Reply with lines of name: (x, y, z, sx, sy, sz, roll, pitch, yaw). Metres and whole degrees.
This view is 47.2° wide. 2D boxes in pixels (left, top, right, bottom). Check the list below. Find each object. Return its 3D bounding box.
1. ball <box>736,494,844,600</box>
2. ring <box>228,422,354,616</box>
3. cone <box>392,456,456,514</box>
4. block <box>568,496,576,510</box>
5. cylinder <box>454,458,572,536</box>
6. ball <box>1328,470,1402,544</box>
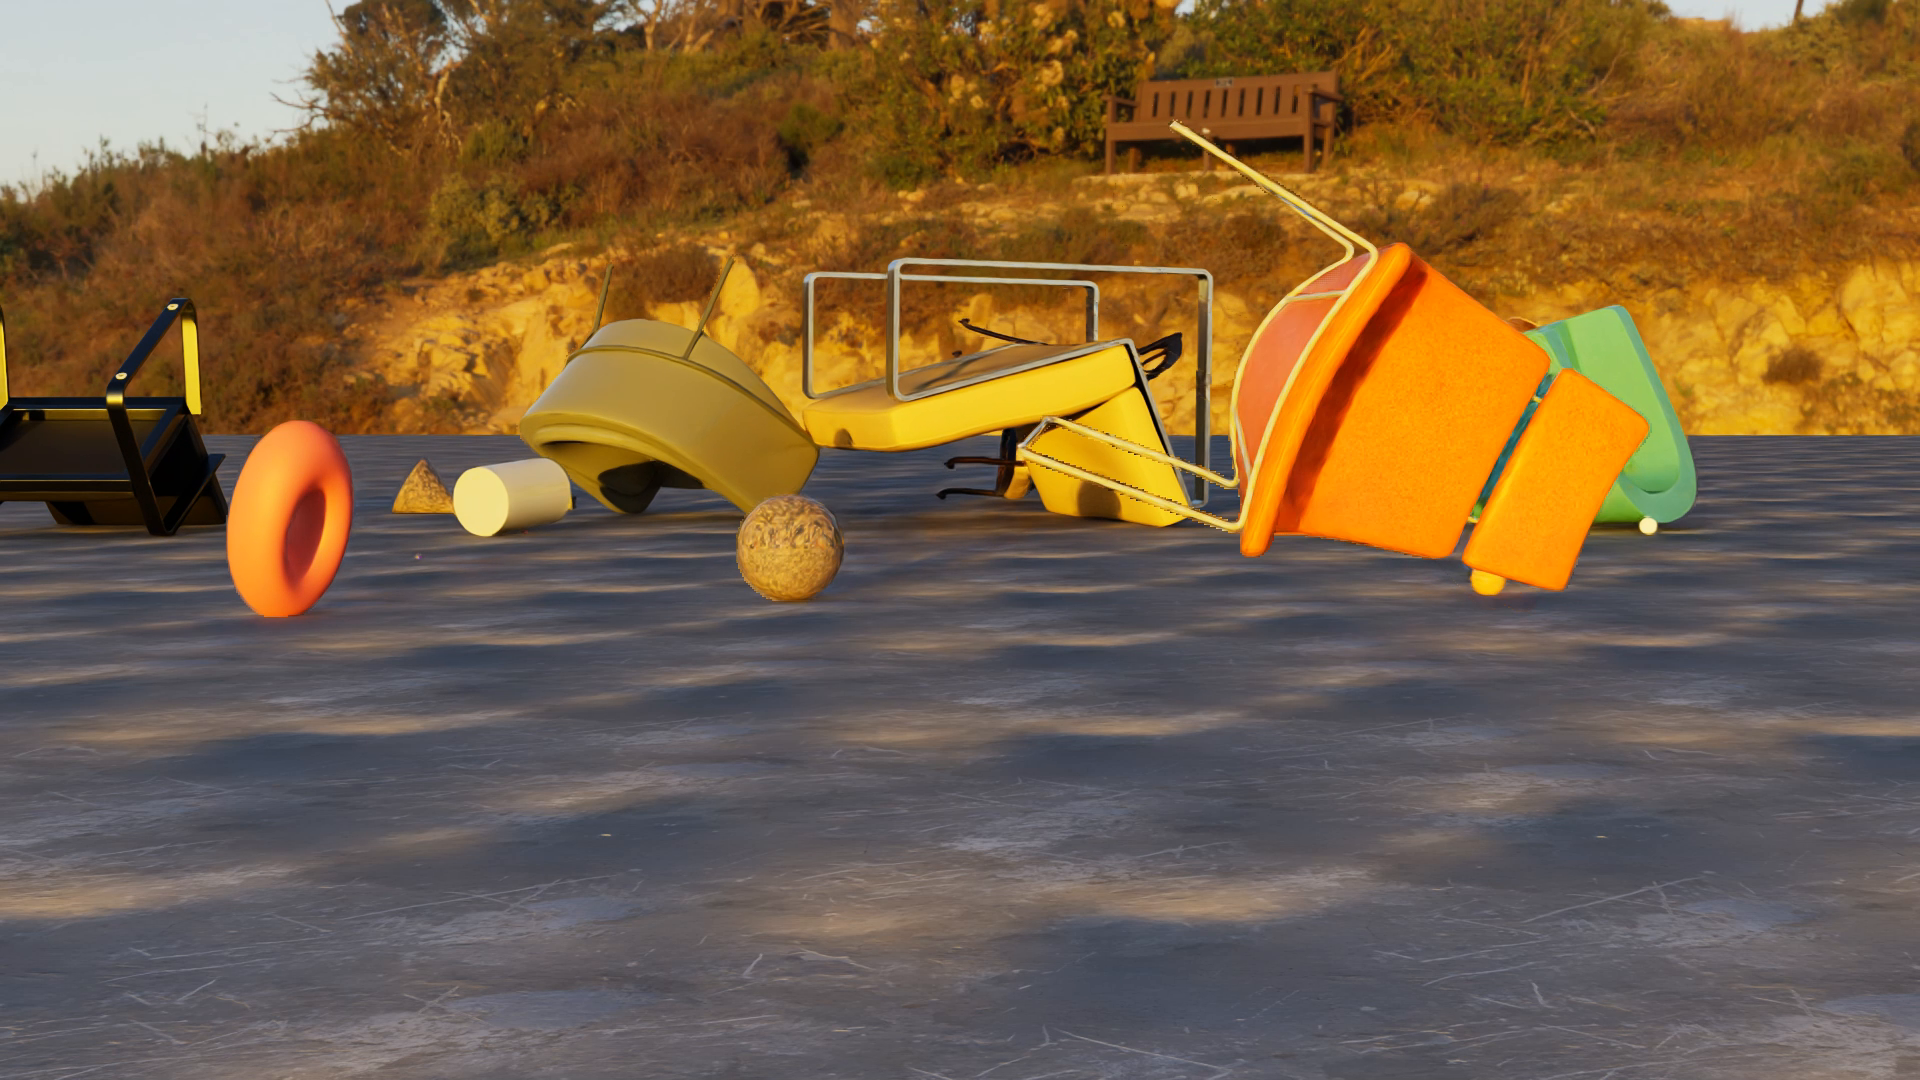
ball: (-0.359, 0.016, 4.662, 0.227, 0.227, 0.227, 0, 4, 0)
ring: (-1.309, -0.039, 4.305, 0.136, 0.421, 0.250, 26, 26, 25)
cone: (-1.888, -0.148, 7.943, 0.223, 0.242, 0.172, 28, -18, 1)
block: (-1.464, -0.139, 8.249, 0.035, 0.044, 0.037, 1, 4, 13)
cylinder: (-1.383, -0.134, 6.795, 0.255, 0.211, 0.253, -7, 4, 38)
ball: (1.177, -0.096, 6.388, 0.213, 0.213, 0.213, 0, 4, 0)
